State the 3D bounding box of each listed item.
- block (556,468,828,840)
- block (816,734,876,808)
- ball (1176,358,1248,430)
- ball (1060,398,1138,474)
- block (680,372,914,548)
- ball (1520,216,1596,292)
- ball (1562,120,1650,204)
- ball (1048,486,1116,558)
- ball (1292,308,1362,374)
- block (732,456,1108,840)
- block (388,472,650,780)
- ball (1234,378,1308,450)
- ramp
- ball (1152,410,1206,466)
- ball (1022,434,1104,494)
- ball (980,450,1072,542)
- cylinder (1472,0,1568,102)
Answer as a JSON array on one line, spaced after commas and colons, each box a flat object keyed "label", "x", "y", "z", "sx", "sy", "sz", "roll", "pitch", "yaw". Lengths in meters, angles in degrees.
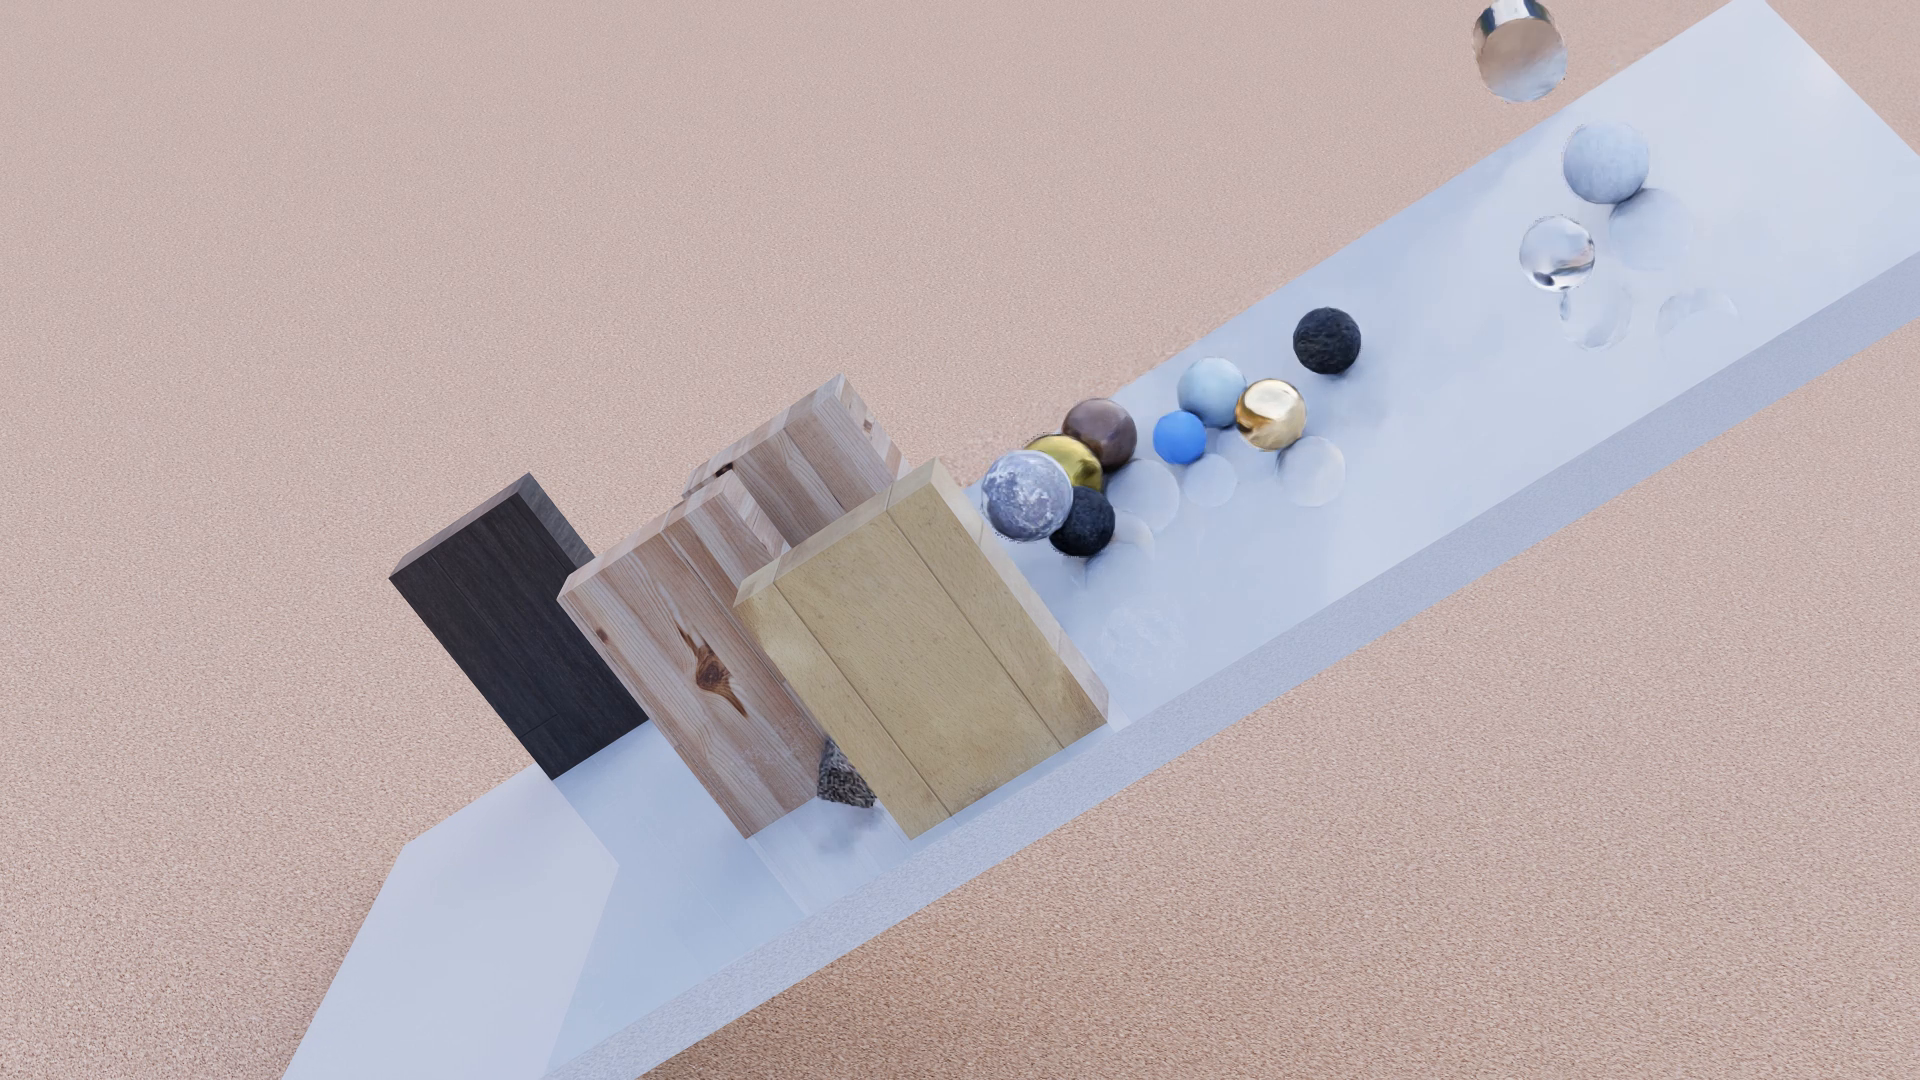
[{"label": "block", "x": -0.451, "y": 0.237, "z": 5.986, "sx": 0.418, "sy": 0.641, "sz": 0.131, "roll": -32, "pitch": 16, "yaw": 15}, {"label": "block", "x": -0.209, "y": 0.440, "z": 5.729, "sx": 0.109, "sy": 0.109, "sz": 0.109, "roll": 12, "pitch": 52, "yaw": -10}, {"label": "ball", "x": 0.548, "y": -0.318, "z": 6.375, "sx": 0.155, "sy": 0.155, "sz": 0.155, "roll": 0, "pitch": 21, "yaw": 0}, {"label": "ball", "x": 0.311, "y": -0.232, "z": 6.602, "sx": 0.173, "sy": 0.173, "sz": 0.173, "roll": 0, "pitch": 21, "yaw": 0}, {"label": "block", "x": -0.235, "y": 0.020, "z": 6.199, "sx": 0.396, "sy": 0.620, "sz": 0.149, "roll": -32, "pitch": 16, "yaw": 15}, {"label": "ball", "x": 1.167, "y": -0.558, "z": 5.748, "sx": 0.147, "sy": 0.147, "sz": 0.147, "roll": 0, "pitch": 21, "yaw": 0}, {"label": "ball", "x": 1.318, "y": -0.770, "z": 5.999, "sx": 0.173, "sy": 0.173, "sz": 0.173, "roll": 0, "pitch": 21, "yaw": 0}, {"label": "ball", "x": 0.253, "y": -0.039, "z": 6.204, "sx": 0.150, "sy": 0.150, "sz": 0.150, "roll": 0, "pitch": 21, "yaw": 0}, {"label": "ball", "x": 0.774, "y": -0.420, "z": 6.205, "sx": 0.143, "sy": 0.143, "sz": 0.143, "roll": 0, "pitch": 21, "yaw": 0}, {"label": "block", "x": -0.067, "y": 0.204, "z": 5.402, "sx": 0.441, "sy": 0.560, "sz": 0.135, "roll": -32, "pitch": 16, "yaw": 15}, {"label": "block", "x": -1.041, "y": 0.218, "z": 7.298, "sx": 0.406, "sy": 0.657, "sz": 0.143, "roll": -32, "pitch": 16, "yaw": 15}, {"label": "ball", "x": 0.636, "y": -0.256, "z": 6.014, "sx": 0.148, "sy": 0.148, "sz": 0.148, "roll": 0, "pitch": 21, "yaw": 0}, {"label": "ramp", "x": 0.136, "y": 0.174, "z": 6.305, "sx": 4.000, "sy": 0.100, "sz": 2.000, "roll": -32, "pitch": 16, "yaw": 15}, {"label": "ball", "x": 0.472, "y": -0.219, "z": 6.321, "sx": 0.117, "sy": 0.117, "sz": 0.117, "roll": 0, "pitch": 21, "yaw": 0}, {"label": "ball", "x": 0.214, "y": -0.132, "z": 6.458, "sx": 0.205, "sy": 0.205, "sz": 0.205, "roll": 0, "pitch": 21, "yaw": 0}, {"label": "ball", "x": 0.138, "y": -0.092, "z": 6.080, "sx": 0.191, "sy": 0.191, "sz": 0.191, "roll": 0, "pitch": 21, "yaw": 0}, {"label": "cylinder", "x": 1.138, "y": -0.999, "z": 5.990, "sx": 0.175, "sy": 0.175, "sz": 0.175, "roll": 2, "pitch": 24, "yaw": 4}]
